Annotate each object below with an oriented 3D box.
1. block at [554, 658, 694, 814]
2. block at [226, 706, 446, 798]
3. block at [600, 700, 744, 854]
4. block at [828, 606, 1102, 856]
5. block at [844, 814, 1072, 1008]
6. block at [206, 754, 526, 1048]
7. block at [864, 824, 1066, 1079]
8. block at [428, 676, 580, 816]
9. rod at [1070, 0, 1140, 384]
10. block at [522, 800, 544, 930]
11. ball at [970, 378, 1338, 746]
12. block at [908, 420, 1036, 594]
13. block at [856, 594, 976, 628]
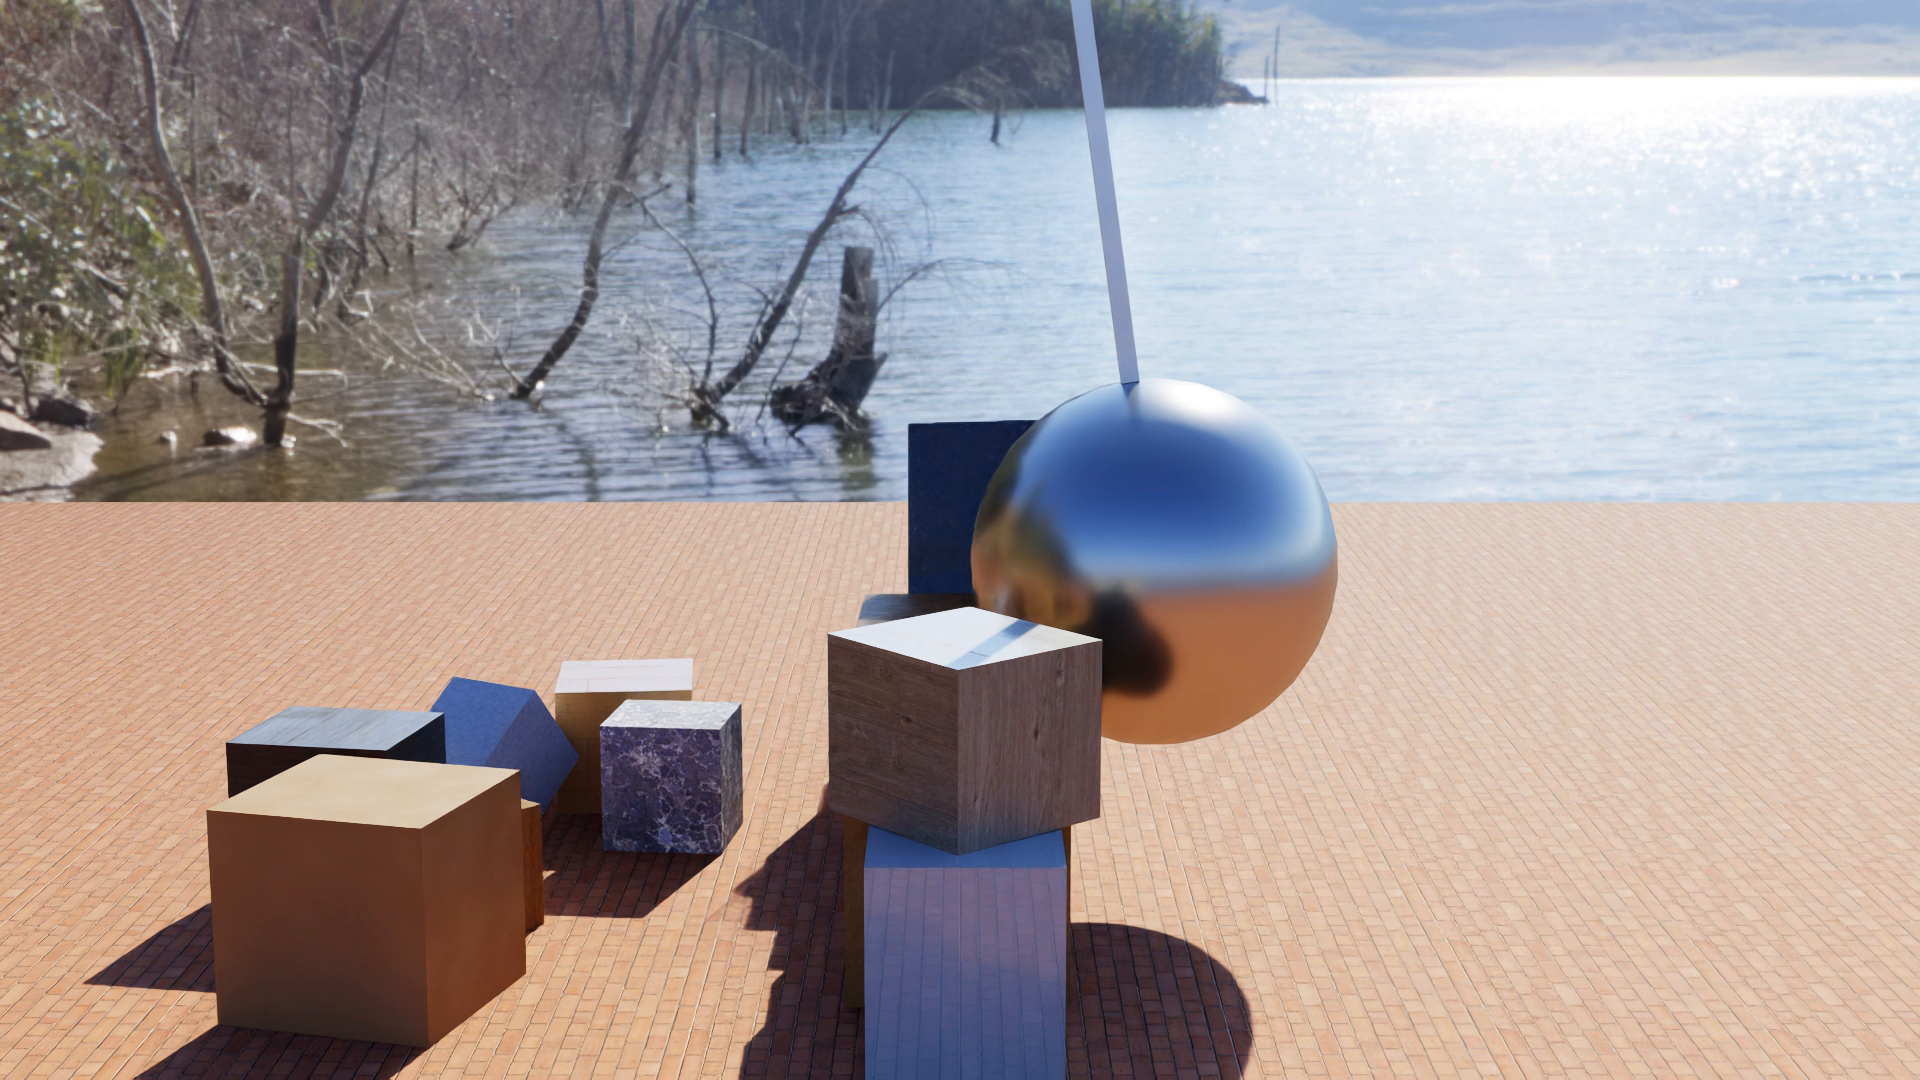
[{"bbox_3d":[-1.639,0.957,12.628,0.649,0.599,0.672,-1,10,-5],"label":"block"},{"bbox_3d":[-2.720,1.158,11.269,0.727,0.690,0.658,2,10,10],"label":"block"},{"bbox_3d":[-1.332,1.093,11.913,0.554,0.586,0.504,1,10,6],"label":"block"},{"bbox_3d":[0.015,0.686,9.483,0.695,0.675,0.739,-9,14,-40],"label":"block"},{"bbox_3d":[-0.014,1.315,10.118,0.856,0.793,0.831,0,10,-1],"label":"block"},{"bbox_3d":[-2.246,1.354,9.798,0.874,0.831,0.820,3,11,16],"label":"block"},{"bbox_3d":[0.018,1.459,9.345,0.705,0.785,0.731,0,10,0],"label":"block"},{"bbox_3d":[-2.207,1.018,12.027,0.508,0.493,0.498,6,50,32],"label":"block"},{"bbox_3d":[0.366,-3.217,10.595,0.080,5.200,0.080,-8,10,1],"label":"rod"},{"bbox_3d":[-2.139,1.359,10.639,0.547,0.518,0.590,9,13,39],"label":"block"},{"bbox_3d":[0.846,0.095,11.198,1.600,1.600,1.600,0,10,0],"label":"ball"},{"bbox_3d":[0.251,-0.121,13.700,0.832,0.952,0.879,-1,-3,17],"label":"block"},{"bbox_3d":[-0.023,0.819,12.469,0.929,0.927,1.017,0,10,1],"label":"block"}]
